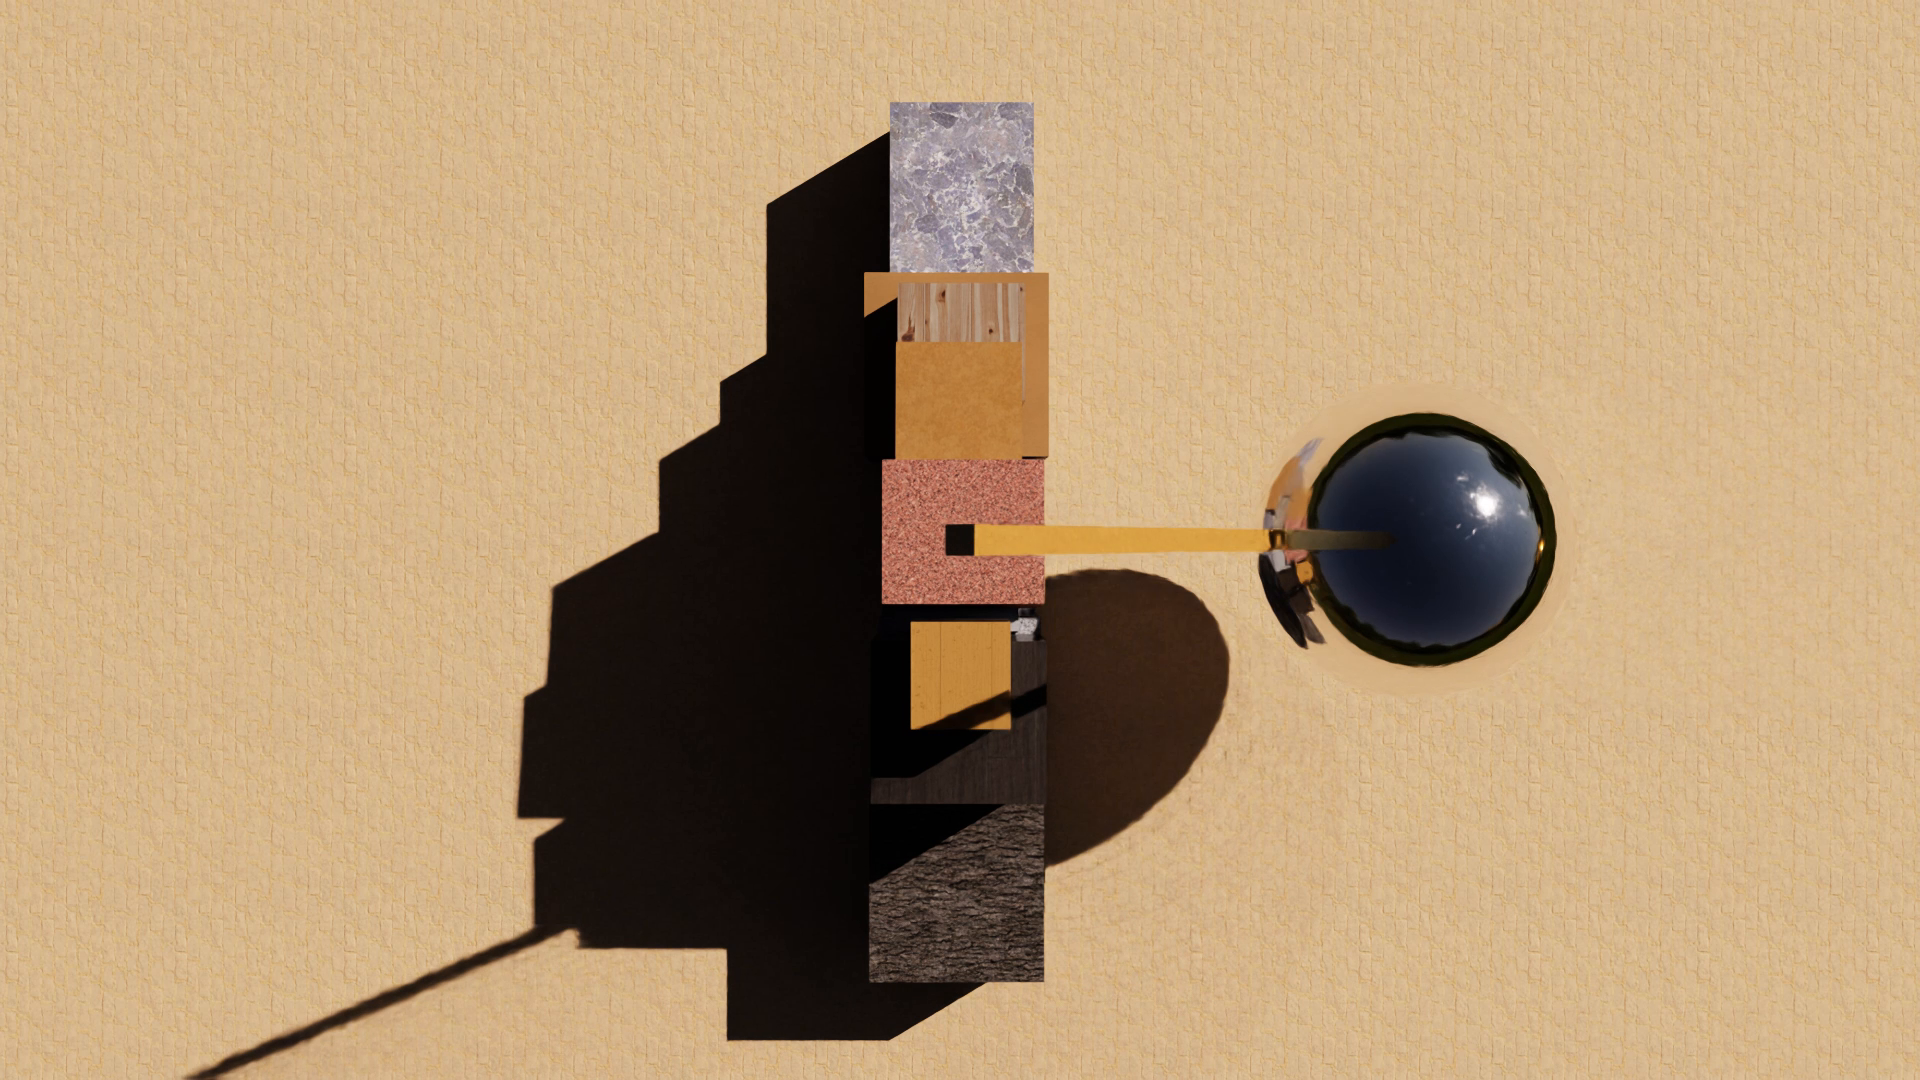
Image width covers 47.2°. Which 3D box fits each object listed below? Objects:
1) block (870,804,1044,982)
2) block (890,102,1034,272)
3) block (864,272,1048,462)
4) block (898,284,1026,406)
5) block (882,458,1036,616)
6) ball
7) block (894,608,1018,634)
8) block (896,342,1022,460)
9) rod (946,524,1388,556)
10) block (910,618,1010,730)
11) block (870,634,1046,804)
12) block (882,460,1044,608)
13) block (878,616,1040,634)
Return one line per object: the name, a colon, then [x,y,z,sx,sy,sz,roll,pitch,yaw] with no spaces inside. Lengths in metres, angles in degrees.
block: [-0.018,1.903,12.551,0.962,0.899,1.062,0,90,0]
block: [0.011,-1.957,12.614,0.801,0.772,0.954,0,90,0]
block: [-0.018,-0.965,12.543,1.015,0.914,1.010,0,90,0]
block: [0.008,-1.038,11.800,0.667,0.573,0.615,0,90,0]
block: [-0.006,-0.015,12.604,0.852,0.791,0.870,0,90,0]
ball: [2.295,0.000,11.142,1.600,1.600,1.600,0,90,0]
block: [-0.017,0.183,11.695,0.637,0.682,0.619,0,86,0]
block: [-0.005,-0.664,11.154,0.622,0.625,0.590,0,86,0]
rod: [0.994,0.000,8.001,0.080,5.200,0.080,0,90,22]
block: [0.004,0.658,10.909,0.483,0.488,0.521,0,90,0]
block: [-0.006,0.927,11.587,0.893,0.868,0.825,0,90,0]
block: [0.016,-0.021,11.049,0.792,0.635,0.706,0,86,0]
block: [-0.004,0.896,12.510,0.886,0.979,0.933,0,90,0]
